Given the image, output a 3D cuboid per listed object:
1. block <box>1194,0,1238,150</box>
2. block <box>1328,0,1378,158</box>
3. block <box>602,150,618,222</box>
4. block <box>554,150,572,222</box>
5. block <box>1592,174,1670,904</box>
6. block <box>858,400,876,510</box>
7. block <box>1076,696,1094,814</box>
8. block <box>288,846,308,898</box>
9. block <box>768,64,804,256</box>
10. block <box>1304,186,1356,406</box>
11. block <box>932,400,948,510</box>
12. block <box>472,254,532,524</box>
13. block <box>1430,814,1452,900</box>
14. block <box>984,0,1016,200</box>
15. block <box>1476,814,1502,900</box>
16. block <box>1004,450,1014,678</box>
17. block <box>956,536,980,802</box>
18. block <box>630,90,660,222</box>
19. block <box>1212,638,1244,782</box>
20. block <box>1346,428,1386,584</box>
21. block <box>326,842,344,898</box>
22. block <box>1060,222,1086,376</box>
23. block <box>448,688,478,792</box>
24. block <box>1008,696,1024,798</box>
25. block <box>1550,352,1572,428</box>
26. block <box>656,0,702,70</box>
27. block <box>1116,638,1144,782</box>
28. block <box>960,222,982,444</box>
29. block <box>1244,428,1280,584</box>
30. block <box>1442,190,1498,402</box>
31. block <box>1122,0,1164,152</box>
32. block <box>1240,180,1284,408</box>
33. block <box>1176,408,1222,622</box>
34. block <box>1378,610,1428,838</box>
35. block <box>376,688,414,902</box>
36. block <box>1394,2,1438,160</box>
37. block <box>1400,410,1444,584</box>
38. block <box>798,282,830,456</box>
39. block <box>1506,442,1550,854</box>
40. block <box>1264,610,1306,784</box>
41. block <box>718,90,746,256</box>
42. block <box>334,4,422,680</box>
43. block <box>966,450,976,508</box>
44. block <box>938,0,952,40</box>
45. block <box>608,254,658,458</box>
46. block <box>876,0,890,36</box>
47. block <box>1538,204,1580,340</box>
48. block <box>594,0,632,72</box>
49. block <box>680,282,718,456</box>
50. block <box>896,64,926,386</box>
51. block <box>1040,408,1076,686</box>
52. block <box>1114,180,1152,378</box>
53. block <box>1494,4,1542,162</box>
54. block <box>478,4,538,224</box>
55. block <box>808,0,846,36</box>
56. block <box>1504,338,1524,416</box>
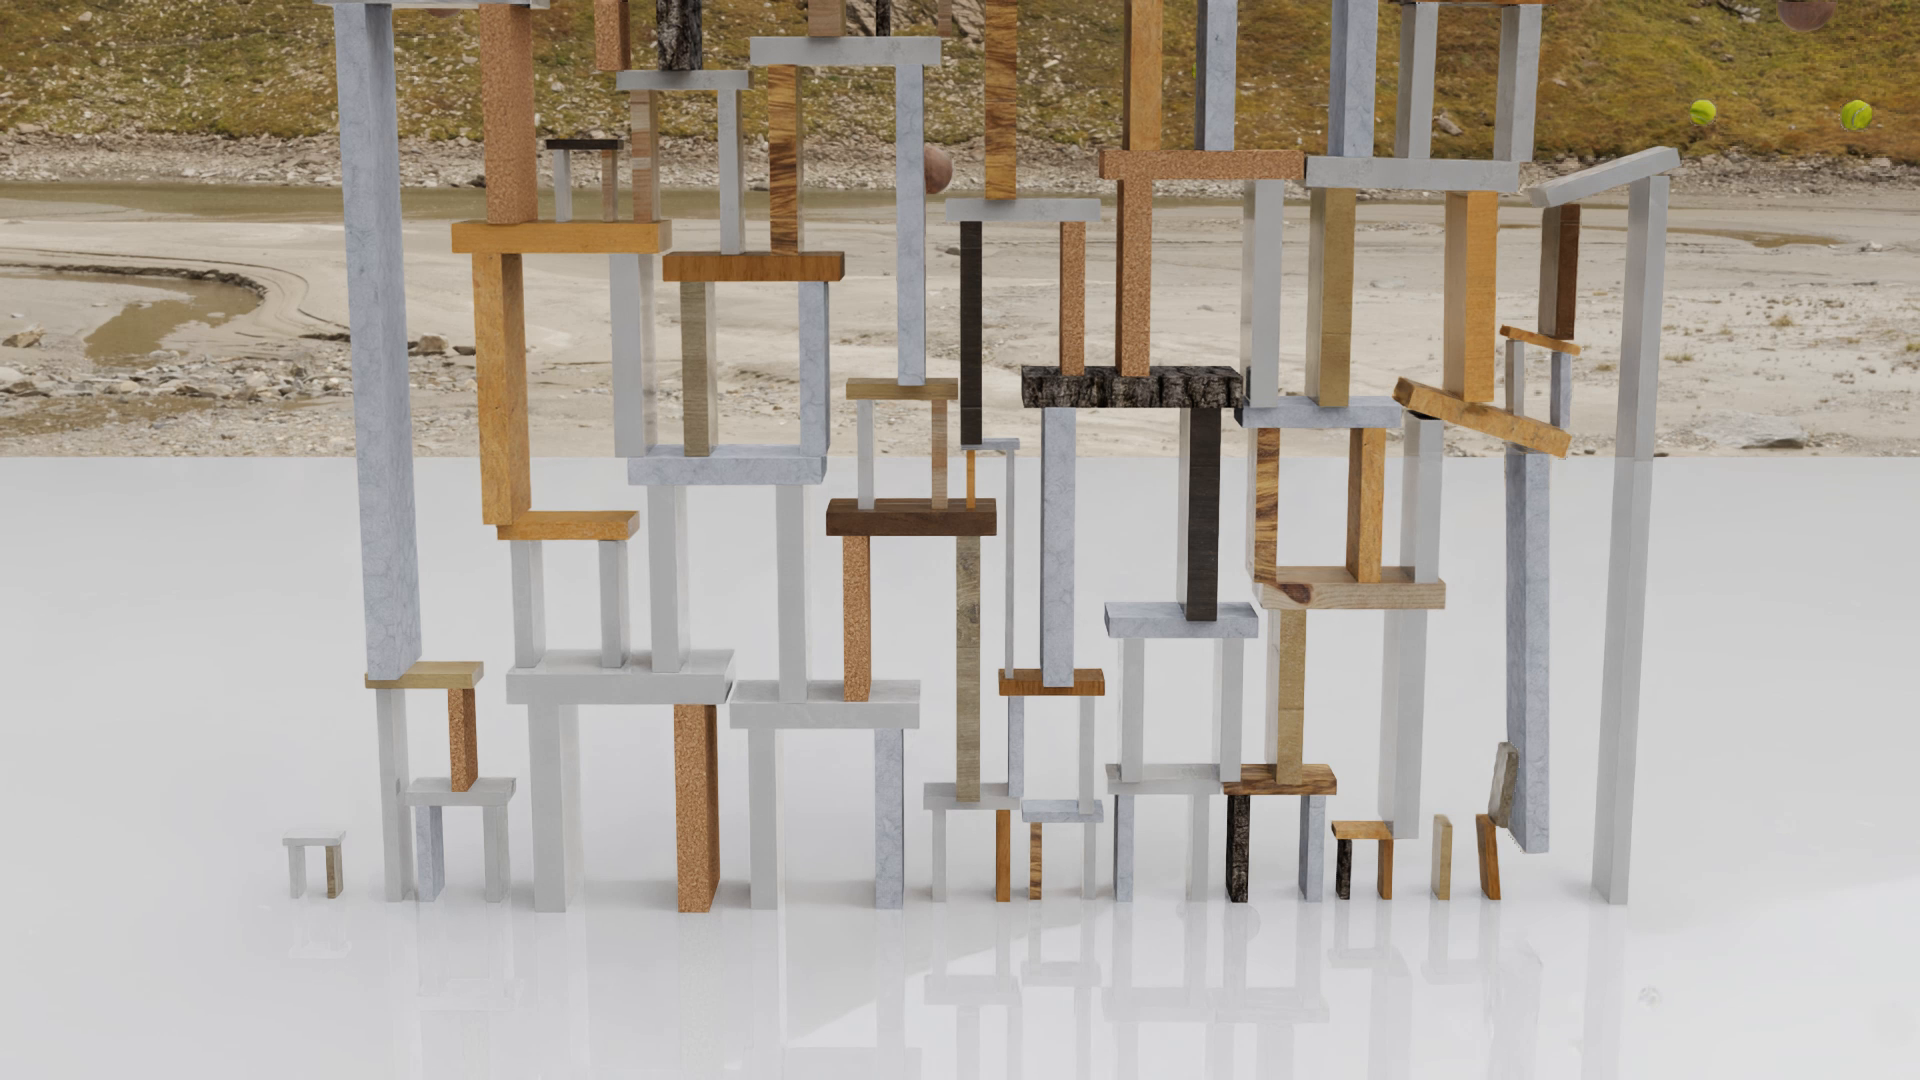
[{"bbox_3d":[0.397,-0.767,3.415,0.045,0.318,0.159,0,11,0],"label":"block"},{"bbox_3d":[0.611,-0.762,3.415,0.045,0.328,0.159,0,11,1],"label":"block"},{"bbox_3d":[-0.551,-0.557,3.458,0.016,0.112,0.056,0,11,0],"label":"block"},{"bbox_3d":[-0.625,-0.558,3.461,0.016,0.112,0.056,0,11,1],"label":"block"},{"bbox_3d":[1.083,0.009,3.560,0.030,1.183,0.104,0,11,0],"label":"block"},{"bbox_3d":[-0.150,-0.143,3.532,0.025,0.176,0.088,0,11,0],"label":"block"},{"bbox_3d":[0.206,0.343,3.622,0.024,0.200,0.085,0,11,0],"label":"block"},{"bbox_3d":[-1.102,0.545,3.659,0.013,0.092,0.046,0,11,0],"label":"block"},{"bbox_3d":[-0.272,-0.596,3.450,0.041,0.291,0.145,0,10,0],"label":"block"},{"bbox_3d":[0.586,-0.390,3.488,0.046,0.338,0.162,0,11,1],"label":"block"},{"bbox_3d":[-0.033,-0.143,3.532,0.025,0.176,0.088,0,11,0],"label":"block"},{"bbox_3d":[-0.731,-0.248,3.516,0.045,0.426,0.160,0,11,0],"label":"block"},{"bbox_3d":[0.801,0.527,3.658,0.018,0.128,0.064,0,11,0],"label":"block"},{"bbox_3d":[0.062,-0.739,3.425,0.047,0.407,0.166,0,11,0],"label":"block"},{"bbox_3d":[0.879,0.527,3.657,0.018,0.128,0.064,-7,10,1],"label":"block"},{"bbox_3d":[0.080,0.037,3.561,0.013,0.375,0.047,0,10,0],"label":"block"},{"bbox_3d":[0.013,0.197,3.594,0.038,0.438,0.135,0,11,0],"label":"block"},{"bbox_3d":[-0.493,-0.602,3.449,0.029,0.203,0.102,0,11,0],"label":"block"},{"bbox_3d":[0.439,0.265,3.612,0.034,0.239,0.120,0,11,0],"label":"block"},{"bbox_3d":[0.654,-0.066,3.545,0.035,0.249,0.125,0,11,1],"label":"block"},{"bbox_3d":[-1.041,0.545,3.659,0.013,0.092,0.046,0,11,0],"label":"block"},{"bbox_3d":[0.178,-0.387,3.487,0.034,0.240,0.120,0,11,0],"label":"block"},{"bbox_3d":[-0.818,0.318,3.621,0.025,0.174,0.087,0,11,0],"label":"block"},{"bbox_3d":[0.092,0.328,3.619,0.024,0.171,0.085,0,10,0],"label":"block"},{"bbox_3d":[0.958,-0.239,3.507,0.016,0.116,0.058,-2,10,0],"label":"block"},{"bbox_3d":[-0.435,-0.924,3.390,0.049,0.393,0.172,0,11,0],"label":"block"},{"bbox_3d":[0.280,0.265,3.612,0.034,0.239,0.120,0,11,0],"label":"block"},{"bbox_3d":[0.017,-0.333,3.497,0.034,0.349,0.120,0,11,0],"label":"block"},{"bbox_3d":[0.487,-0.065,3.547,0.035,0.249,0.125,0,11,1],"label":"block"},{"bbox_3d":[0.807,-0.391,3.486,0.046,0.324,0.162,-1,11,1],"label":"block"},{"bbox_3d":[0.284,-0.775,3.418,0.047,0.333,0.167,0,11,0],"label":"block"},{"bbox_3d":[0.476,-0.395,3.482,0.043,0.351,0.153,0,11,1],"label":"block"},{"bbox_3d":[0.385,-0.054,3.553,0.048,0.341,0.171,0,11,0],"label":"block"},{"bbox_3d":[0.726,0.285,3.612,0.041,0.382,0.145,0,11,1],"label":"block"},{"bbox_3d":[-0.934,0.411,3.638,0.025,0.363,0.087,0,11,0],"label":"block"},{"bbox_3d":[0.710,-0.714,3.423,0.033,0.236,0.118,1,11,0],"label":"block"},{"bbox_3d":[0.743,-0.072,3.544,0.037,0.262,0.131,0,11,1],"label":"block"},{"bbox_3d":[-0.232,-0.279,3.508,0.039,0.275,0.138,0,11,0],"label":"block"},{"bbox_3d":[0.927,0.176,3.590,0.037,0.659,0.131,-3,11,1],"label":"block"},{"bbox_3d":[0.533,0.240,3.605,0.041,0.291,0.145,0,10,0],"label":"block"},{"bbox_3d":[-0.359,-0.578,3.454,0.029,0.254,0.102,0,11,0],"label":"block"},{"bbox_3d":[-0.924,-0.309,3.502,0.047,1.054,0.165,0,11,0],"label":"block"},{"bbox_3d":[0.017,-0.102,3.535,0.013,0.094,0.047,0,11,0],"label":"block"},{"bbox_3d":[-0.023,-0.850,3.404,0.020,0.143,0.072,1,11,0],"label":"block"},{"bbox_3d":[-0.520,-0.301,3.506,0.045,0.320,0.160,0,11,0],"label":"block"},{"bbox_3d":[-0.119,-0.850,3.405,0.020,0.143,0.072,0,11,0],"label":"block"},{"bbox_3d":[0.946,-0.426,3.477,0.030,0.209,0.104,0,10,0],"label":"block"},{"bbox_3d":[-0.540,-0.929,3.383,0.037,0.406,0.130,-1,11,-1],"label":"block"},{"bbox_3d":[-0.415,-0.279,3.508,0.039,0.275,0.138,0,11,0],"label":"block"},{"bbox_3d":[-0.077,-0.497,3.469,0.041,0.492,0.145,0,11,0],"label":"block"},{"bbox_3d":[0.157,-0.001,3.563,0.048,0.449,0.171,0,11,0],"label":"block"},{"bbox_3d":[0.274,-0.418,3.478,0.043,0.305,0.153,0,11,0],"label":"block"},{"bbox_3d":[0.867,-0.710,3.422,0.033,0.236,0.118,1,11,0],"label":"block"},{"bbox_3d":[-0.704,-0.665,3.436,0.047,0.330,0.165,0,11,0],"label":"block"},{"bbox_3d":[-0.205,-0.948,3.386,0.049,0.344,0.172,0,11,0],"label":"block"},{"bbox_3d":[0.884,-0.260,3.504,0.016,0.116,0.058,-2,10,0],"label":"block"}]
